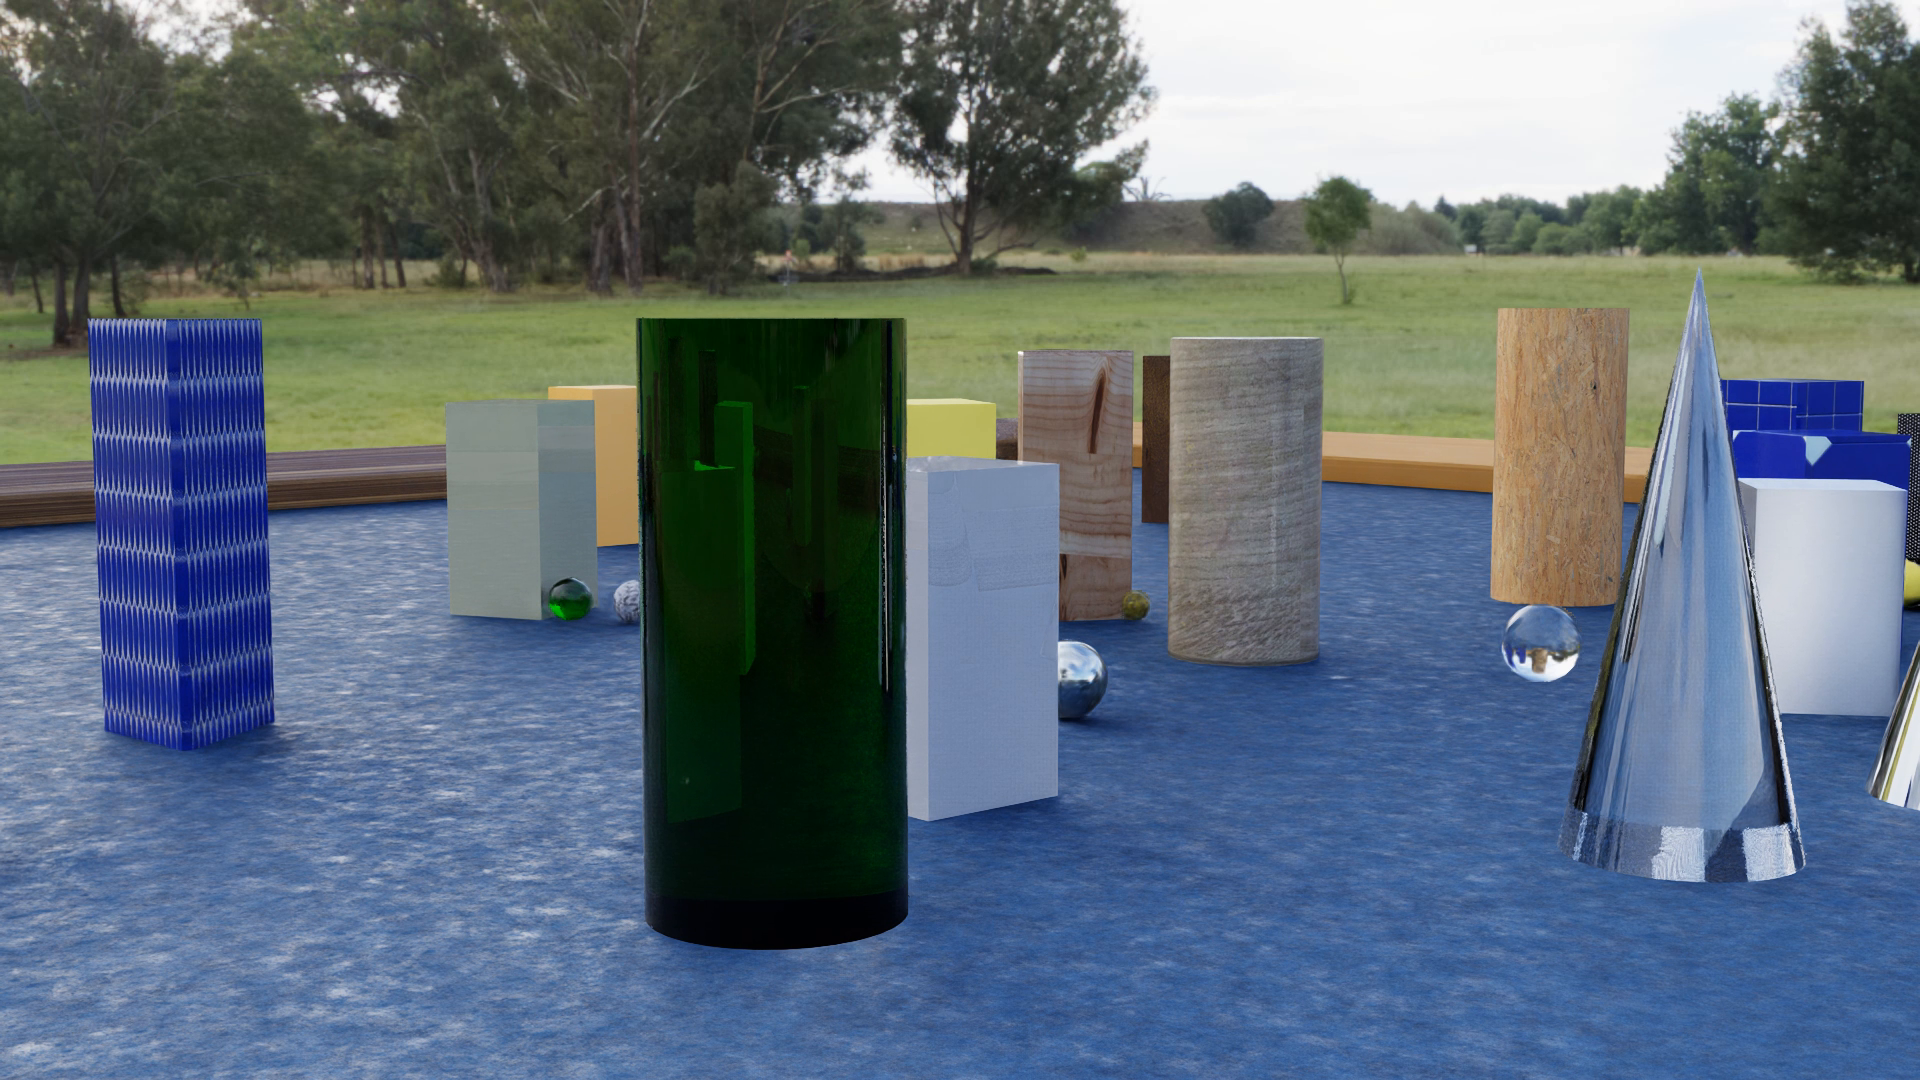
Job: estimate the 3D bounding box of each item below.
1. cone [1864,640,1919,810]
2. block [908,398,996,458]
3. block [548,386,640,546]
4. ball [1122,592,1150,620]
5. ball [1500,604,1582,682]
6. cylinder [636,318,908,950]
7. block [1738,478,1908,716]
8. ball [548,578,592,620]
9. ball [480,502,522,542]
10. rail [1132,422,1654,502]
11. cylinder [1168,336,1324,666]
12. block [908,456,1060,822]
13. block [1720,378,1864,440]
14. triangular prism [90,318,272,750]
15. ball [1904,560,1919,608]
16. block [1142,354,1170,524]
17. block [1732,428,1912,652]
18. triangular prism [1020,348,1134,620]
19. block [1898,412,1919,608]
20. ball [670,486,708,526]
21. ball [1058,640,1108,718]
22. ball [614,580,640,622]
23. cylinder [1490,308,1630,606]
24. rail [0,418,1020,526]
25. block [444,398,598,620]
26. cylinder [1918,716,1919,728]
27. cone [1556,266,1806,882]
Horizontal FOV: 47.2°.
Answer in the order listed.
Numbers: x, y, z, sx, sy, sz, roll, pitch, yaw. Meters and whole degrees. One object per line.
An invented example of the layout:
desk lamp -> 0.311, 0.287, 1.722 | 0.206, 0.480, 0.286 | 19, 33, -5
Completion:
cone -> 0.935, 0.068, 2.001 | 0.195, 0.337, 0.195 | 0, 6, 0
block -> -0.052, -0.014, 2.829 | 0.156, 0.327, 0.156 | -2, 6, -16
block -> -0.681, -0.146, 4.233 | 0.156, 0.297, 0.156 | -5, 8, -41
ball -> 0.252, 0.095, 3.156 | 0.041, 0.041, 0.041 | 0, 6, 0
ball -> 0.696, 0.123, 2.634 | 0.094, 0.094, 0.094 | 0, 6, 0
cylinder -> -0.136, 0.058, 1.608 | 0.195, 0.438, 0.195 | 0, 6, 0
block -> 0.966, 0.061, 2.490 | 0.156, 0.249, 0.156 | 1, 6, 10
ball -> -0.560, 0.085, 3.160 | 0.061, 0.061, 0.061 | 0, 6, 0
ball -> -0.882, -0.035, 4.224 | 0.079, 0.079, 0.079 | 0, 6, 0
rail -> 1.705, -0.131, 4.897 | 0.045, 0.127, 4.413 | -5, 8, -42
cylinder -> 0.366, -0.055, 2.828 | 0.195, 0.408, 0.195 | 0, 6, 0
block -> -0.020, 0.082, 2.013 | 0.156, 0.305, 0.156 | -5, 8, -41
block -> 1.330, -0.091, 3.538 | 0.156, 0.332, 0.156 | -3, 7, -30
triangular prism -> -0.796, -0.014, 2.315 | 0.169, 0.435, 0.146 | 5, 8, 42
ball -> 1.406, 0.065, 3.284 | 0.074, 0.074, 0.074 | 0, 6, 0
block -> 0.474, -0.216, 4.654 | 0.156, 0.349, 0.156 | 1, 6, 13
block -> 1.132, 0.000, 2.907 | 0.156, 0.283, 0.156 | -2, 6, -15
triangular prism -> 0.149, -0.084, 3.212 | 0.169, 0.386, 0.146 | -2, 6, -14
block -> 1.520, -0.044, 3.299 | 0.156, 0.288, 0.156 | -3, 7, -25
ball -> -0.561, -0.070, 4.547 | 0.081, 0.081, 0.081 | 0, 6, 0
ball -> 0.118, 0.152, 2.402 | 0.086, 0.086, 0.086 | 0, 6, 0
ball -> -0.465, 0.088, 3.139 | 0.060, 0.060, 0.060 | 0, 6, 0
cylinder -> 0.921, -0.132, 3.381 | 0.195, 0.447, 0.195 | 0, 6, 0
rail -> -1.480, -0.134, 4.928 | 4.688, 0.127, 0.045 | -5, 8, -42
block -> -0.646, -0.050, 3.250 | 0.156, 0.310, 0.156 | 2, 6, 22
cylinder -> 1.117, -0.010, 2.296 | 0.195, 0.430, 0.195 | 0, 6, 0
cone -> 0.592, 0.017, 1.786 | 0.195, 0.482, 0.195 | 0, 6, 0
